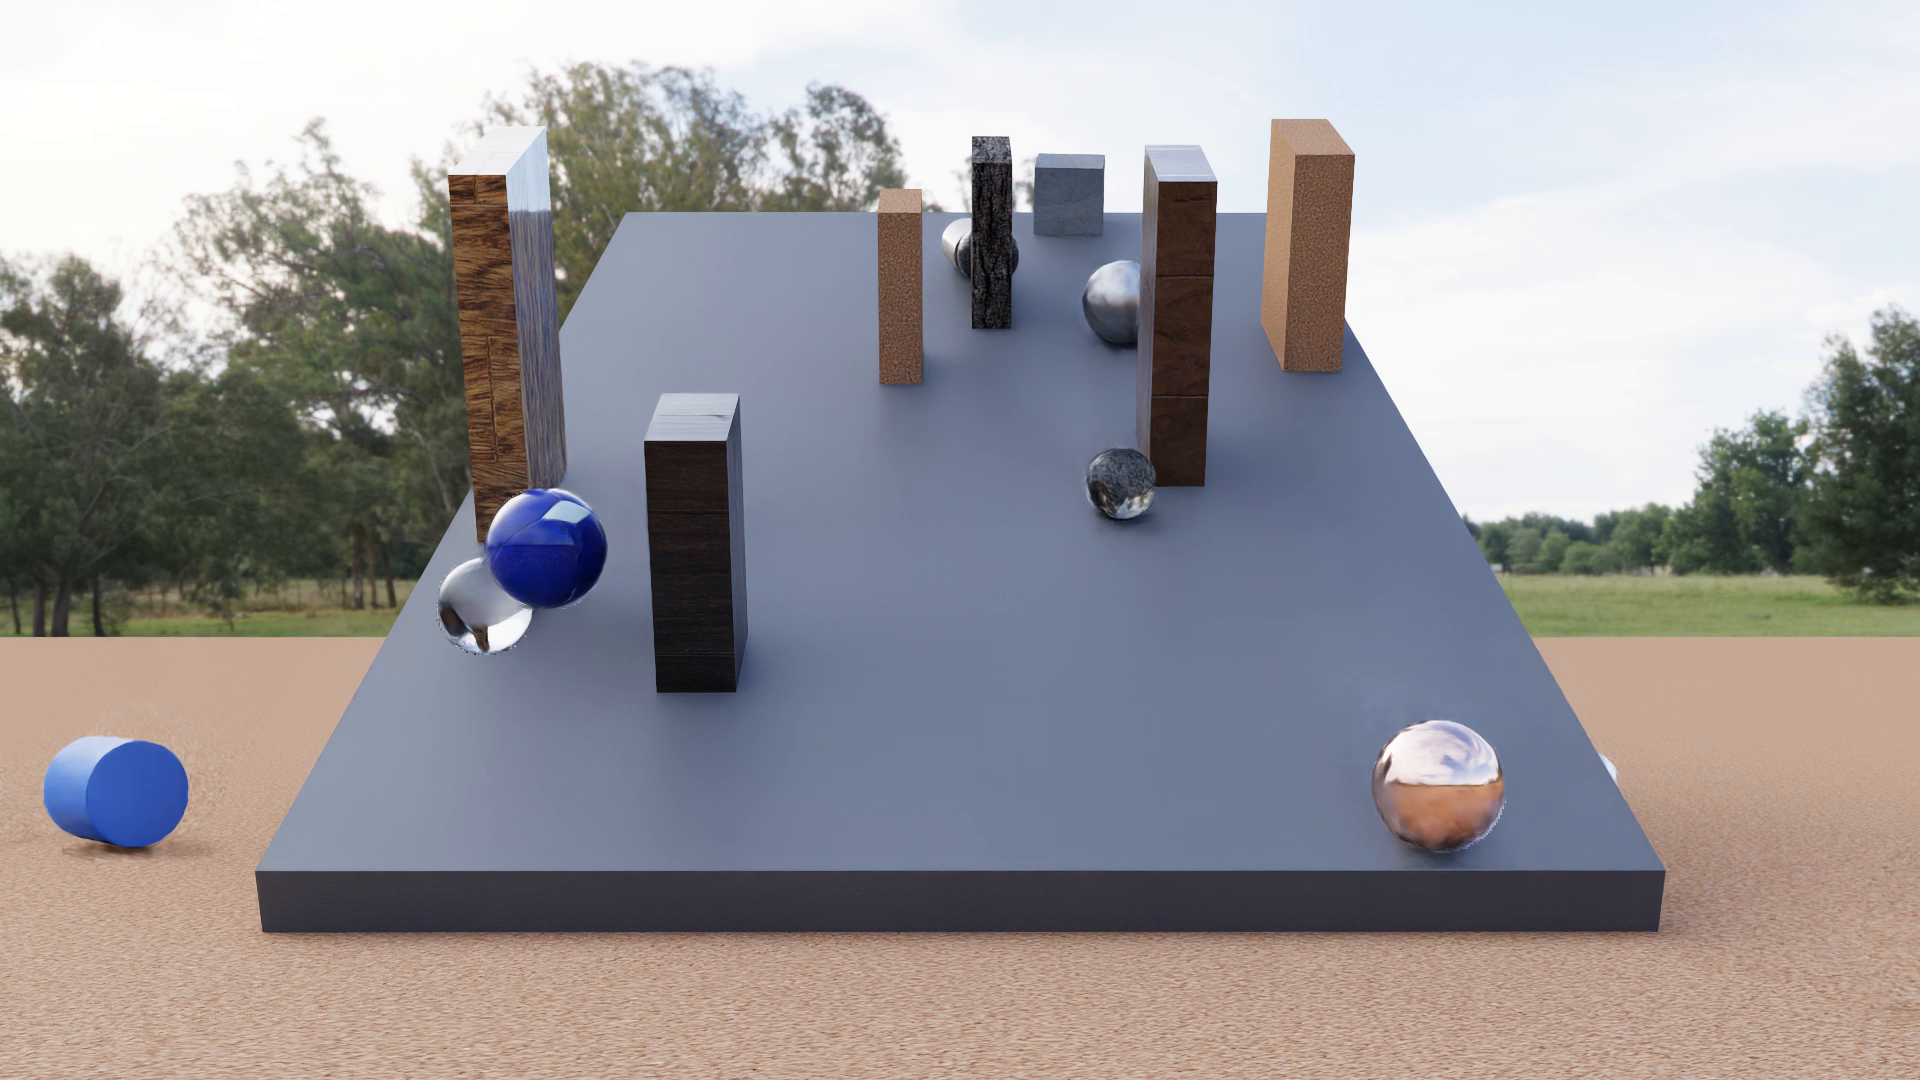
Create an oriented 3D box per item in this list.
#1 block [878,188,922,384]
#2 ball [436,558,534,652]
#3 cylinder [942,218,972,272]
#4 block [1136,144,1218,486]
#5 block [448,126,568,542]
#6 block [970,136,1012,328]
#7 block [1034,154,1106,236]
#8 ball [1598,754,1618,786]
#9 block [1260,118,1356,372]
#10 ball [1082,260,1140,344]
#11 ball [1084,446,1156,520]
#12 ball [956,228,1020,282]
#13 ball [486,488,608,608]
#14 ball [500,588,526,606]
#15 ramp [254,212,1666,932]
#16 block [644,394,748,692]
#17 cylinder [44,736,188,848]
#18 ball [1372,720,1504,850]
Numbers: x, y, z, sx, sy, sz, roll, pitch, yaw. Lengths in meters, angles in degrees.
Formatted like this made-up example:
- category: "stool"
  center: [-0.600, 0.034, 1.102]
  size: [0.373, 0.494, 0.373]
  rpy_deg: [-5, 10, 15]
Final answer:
- category: "block"
  center: [-0.139, -0.601, 5.402]
  size: [0.099, 0.408, 0.245]
  rpy_deg: [0, 22, 0]
- category: "ball"
  center: [-0.814, 0.112, 3.924]
  size: [0.162, 0.162, 0.162]
  rpy_deg: [0, -2, 0]
- category: "cylinder"
  center: [0.031, -0.802, 6.285]
  size: [0.135, 0.135, 0.135]
  rpy_deg: [1, 21, -17]
- category: "block"
  center: [0.446, -0.471, 4.763]
  size: [0.116, 0.636, 0.350]
  rpy_deg: [0, 22, 0]
- category: "block"
  center: [-0.879, -0.410, 4.492]
  size: [0.105, 0.718, 0.439]
  rpy_deg: [0, 22, 0]
- category: "block"
  center: [0.080, -0.792, 5.867]
  size: [0.099, 0.423, 0.329]
  rpy_deg: [0, 22, 0]
- category: "block"
  center: [0.323, -1.020, 6.754]
  size: [0.199, 0.199, 0.199]
  rpy_deg: [2, 22, 5]
- category: "ball"
  center: [1.519, 0.581, 5.526]
  size: [0.139, 0.139, 0.139]
  rpy_deg: [0, -2, 0]
- category: "block"
  center: [0.839, -0.722, 5.559]
  size: [0.138, 0.521, 0.423]
  rpy_deg: [0, 22, 0]
- category: "ball"
  center: [0.404, -0.586, 5.647]
  size: [0.204, 0.204, 0.204]
  rpy_deg: [0, -2, 0]
- category: "ball"
  center: [0.318, -0.112, 4.526]
  size: [0.143, 0.143, 0.143]
  rpy_deg: [0, -2, 0]
- category: "ball"
  center: [0.076, -0.764, 6.145]
  size: [0.168, 0.168, 0.168]
  rpy_deg: [0, -2, 0]
- category: "ball"
  center: [-0.692, 0.014, 3.833]
  size: [0.201, 0.201, 0.201]
  rpy_deg: [0, -2, 0]
- category: "ball"
  center: [-0.773, 0.056, 4.118]
  size: [0.124, 0.124, 0.124]
  rpy_deg: [0, -2, 0]
- category: "ramp"
  center: [-0.006, -0.218, 5.123]
  size: [2.000, 0.100, 4.000]
  rpy_deg: [0, 22, 0]
- category: "block"
  center: [-0.437, 0.003, 3.823]
  size: [0.131, 0.441, 0.244]
  rpy_deg: [0, 22, 0]
- category: "cylinder"
  center: [-1.683, 0.499, 4.563]
  size: [0.208, 0.208, 0.208]
  rpy_deg: [2, -2, -43]
- category: "ball"
  center: [0.686, 0.352, 3.288]
  size: [0.187, 0.187, 0.187]
  rpy_deg: [0, -2, 0]
